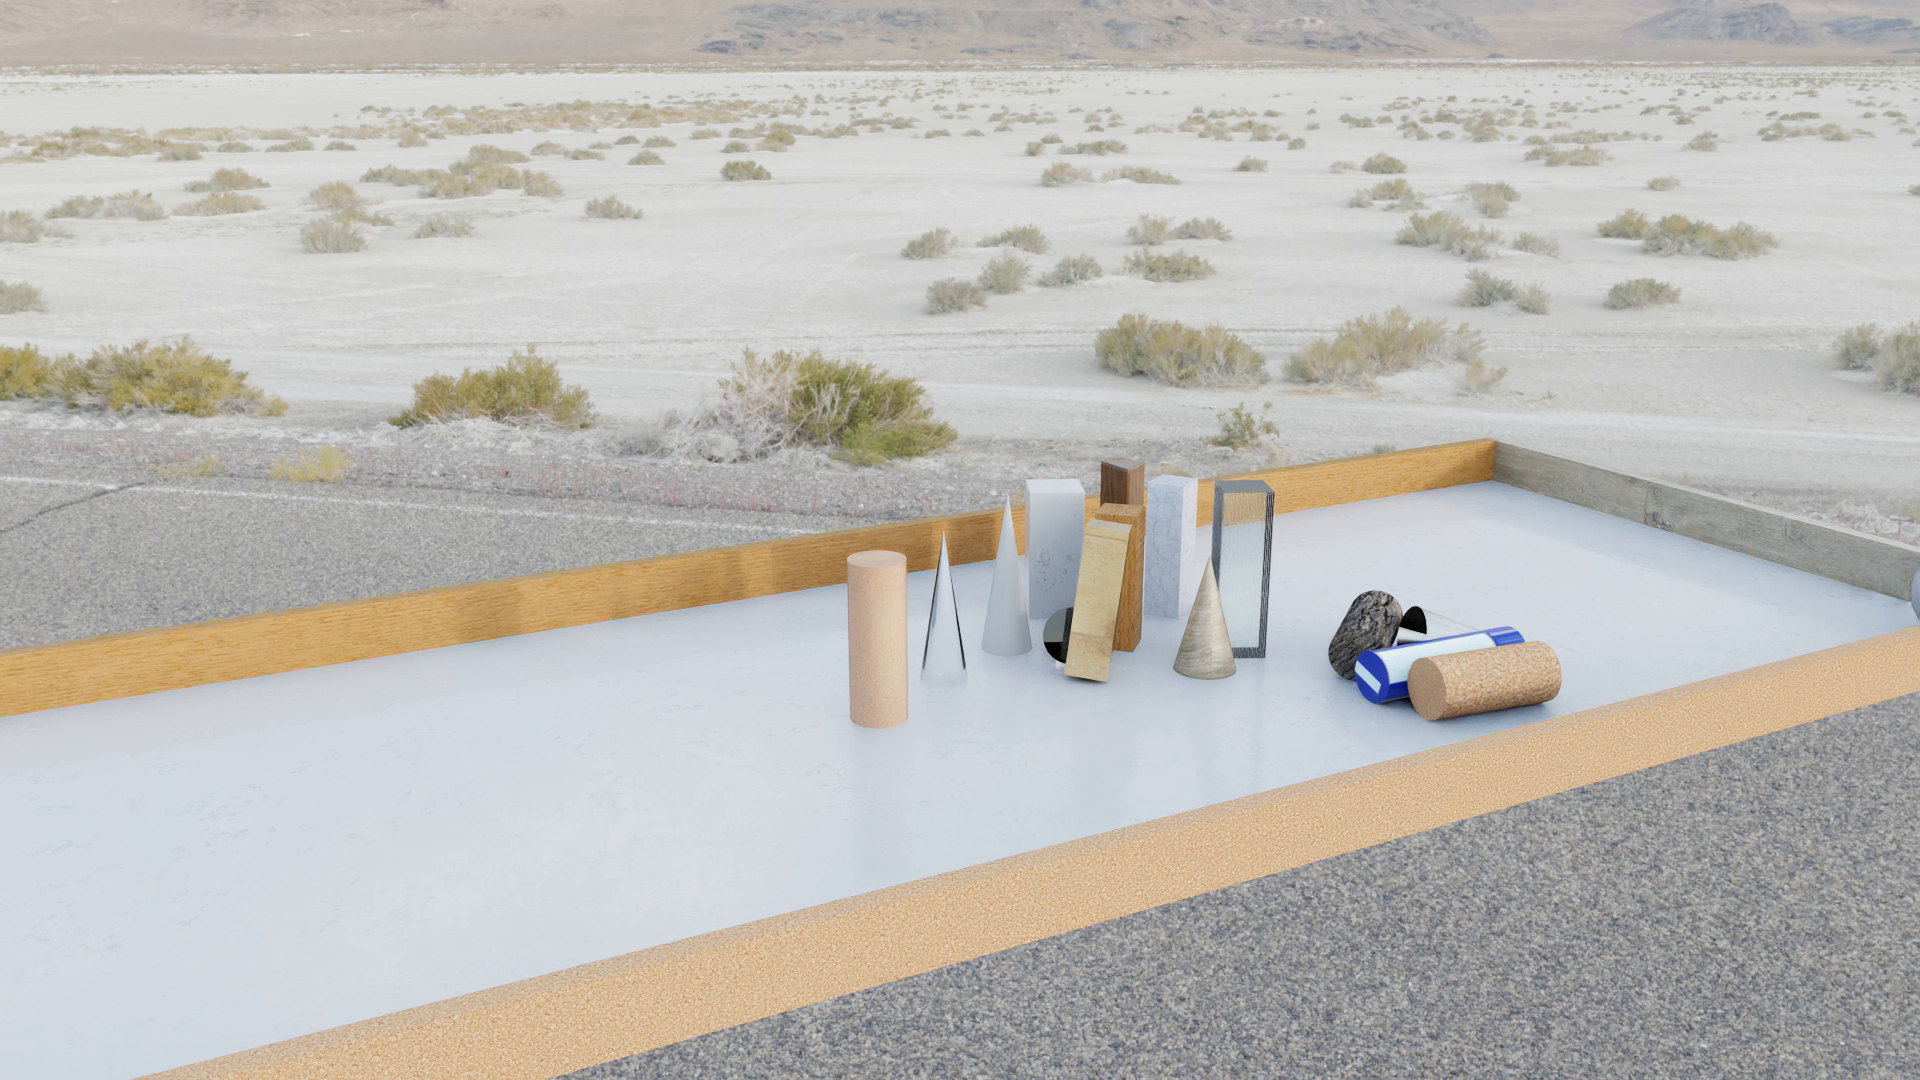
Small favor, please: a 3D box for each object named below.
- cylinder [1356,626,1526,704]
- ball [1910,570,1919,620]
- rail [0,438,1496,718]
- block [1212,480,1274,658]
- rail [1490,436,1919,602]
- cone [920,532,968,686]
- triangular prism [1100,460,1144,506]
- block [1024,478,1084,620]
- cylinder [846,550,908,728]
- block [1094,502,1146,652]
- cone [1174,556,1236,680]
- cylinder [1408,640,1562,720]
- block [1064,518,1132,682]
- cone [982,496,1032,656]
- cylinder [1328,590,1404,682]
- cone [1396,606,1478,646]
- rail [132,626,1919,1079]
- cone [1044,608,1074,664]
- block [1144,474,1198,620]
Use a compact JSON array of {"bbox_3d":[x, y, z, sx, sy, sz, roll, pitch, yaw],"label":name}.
[{"bbox_3d":[1.195,0.307,4.085,0.434,0.128,0.128,-7,18,-24],"label":"cylinder"},{"bbox_3d":[2.684,0.147,4.401,0.256,0.256,0.256,0,16,0],"label":"ball"},{"bbox_3d":[-3.305,0.497,3.399,12.000,0.150,0.050,-9,18,-27],"label":"rail"},{"bbox_3d":[0.730,0.077,4.300,0.128,0.447,0.128,-1,17,-3],"label":"block"},{"bbox_3d":[2.466,-0.048,5.253,0.050,0.150,2.100,-9,18,-27],"label":"rail"},{"bbox_3d":[-0.041,0.161,4.112,0.123,0.391,0.123,0,16,0],"label":"cone"},{"bbox_3d":[0.494,-0.047,4.857,0.109,0.372,0.126,-11,19,-32],"label":"triangular prism"},{"bbox_3d":[0.263,0.025,4.623,0.149,0.365,0.149,-1,16,-2],"label":"block"},{"bbox_3d":[-0.192,0.232,3.867,0.138,0.394,0.138,0,16,0],"label":"cylinder"},{"bbox_3d":[0.420,0.099,4.362,0.111,0.371,0.111,5,17,17],"label":"block"},{"bbox_3d":[0.628,0.182,4.188,0.162,0.308,0.162,0,16,0],"label":"cone"},{"bbox_3d":[1.256,0.335,3.951,0.331,0.150,0.150,-6,17,-20],"label":"cylinder"},{"bbox_3d":[0.347,0.150,4.133,0.107,0.383,0.107,9,12,8],"label":"block"},{"bbox_3d":[0.124,0.080,4.325,0.137,0.426,0.137,0,16,0],"label":"cone"},{"bbox_3d":[1.054,0.245,4.272,0.141,0.141,0.329,6,18,21],"label":"cylinder"},{"bbox_3d":[1.353,0.278,4.269,0.401,0.160,0.160,9,15,-11],"label":"cone"},{"bbox_3d":[-2.336,1.006,1.665,12.000,0.150,0.050,-9,18,-27],"label":"rail"},{"bbox_3d":[0.292,0.234,4.429,0.148,0.148,0.350,0,4,1],"label":"cone"},{"bbox_3d":[0.589,0.019,4.611,0.105,0.383,0.105,9,19,29],"label":"block"}]
